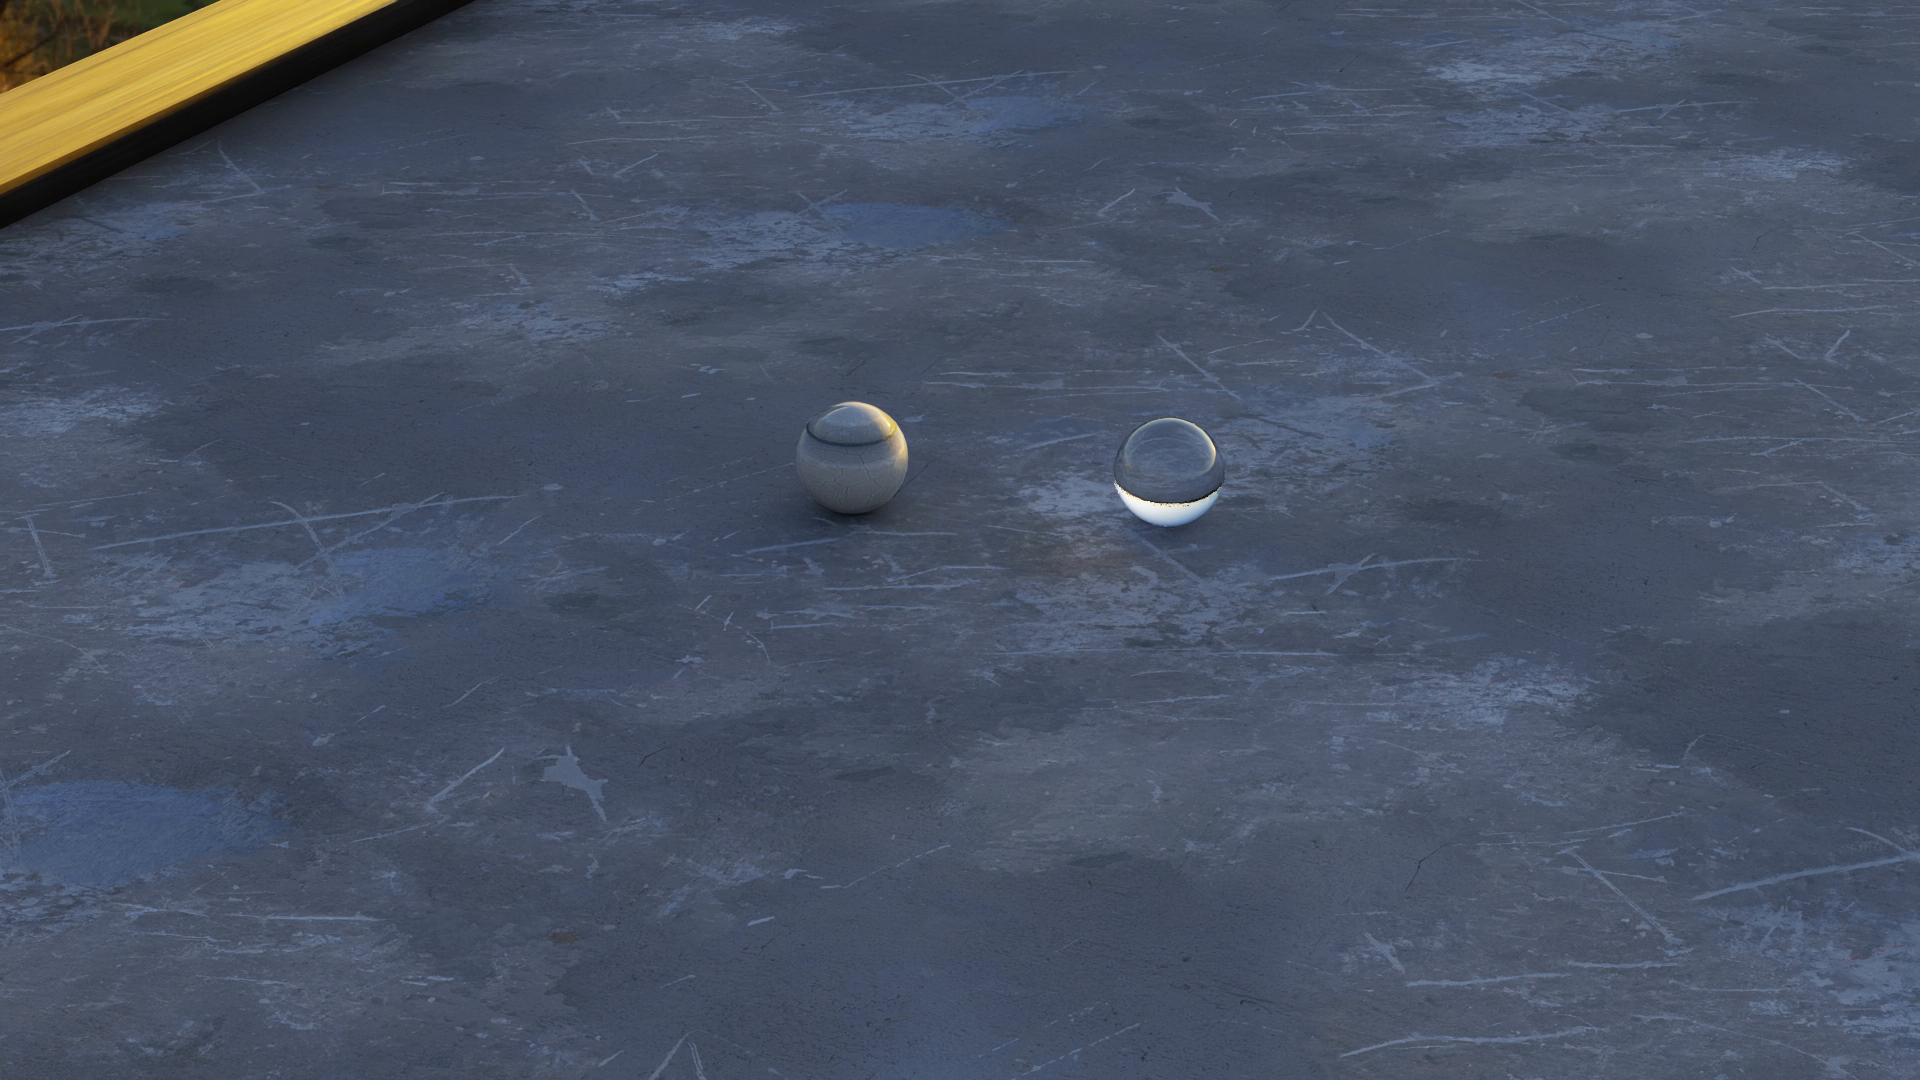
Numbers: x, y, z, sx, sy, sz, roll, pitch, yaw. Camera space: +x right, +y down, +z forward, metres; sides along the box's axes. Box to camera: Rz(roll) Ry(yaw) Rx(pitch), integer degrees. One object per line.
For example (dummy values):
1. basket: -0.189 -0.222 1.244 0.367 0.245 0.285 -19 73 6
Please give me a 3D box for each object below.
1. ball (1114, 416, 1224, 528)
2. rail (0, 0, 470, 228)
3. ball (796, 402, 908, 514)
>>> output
1. ball: 0.133 -0.043 1.869 0.070 0.070 0.070 0 26 0
2. rail: -0.523 -0.528 2.805 0.045 0.104 3.375 11 28 21
3. ball: -0.069 -0.053 1.886 0.072 0.072 0.072 0 26 0
